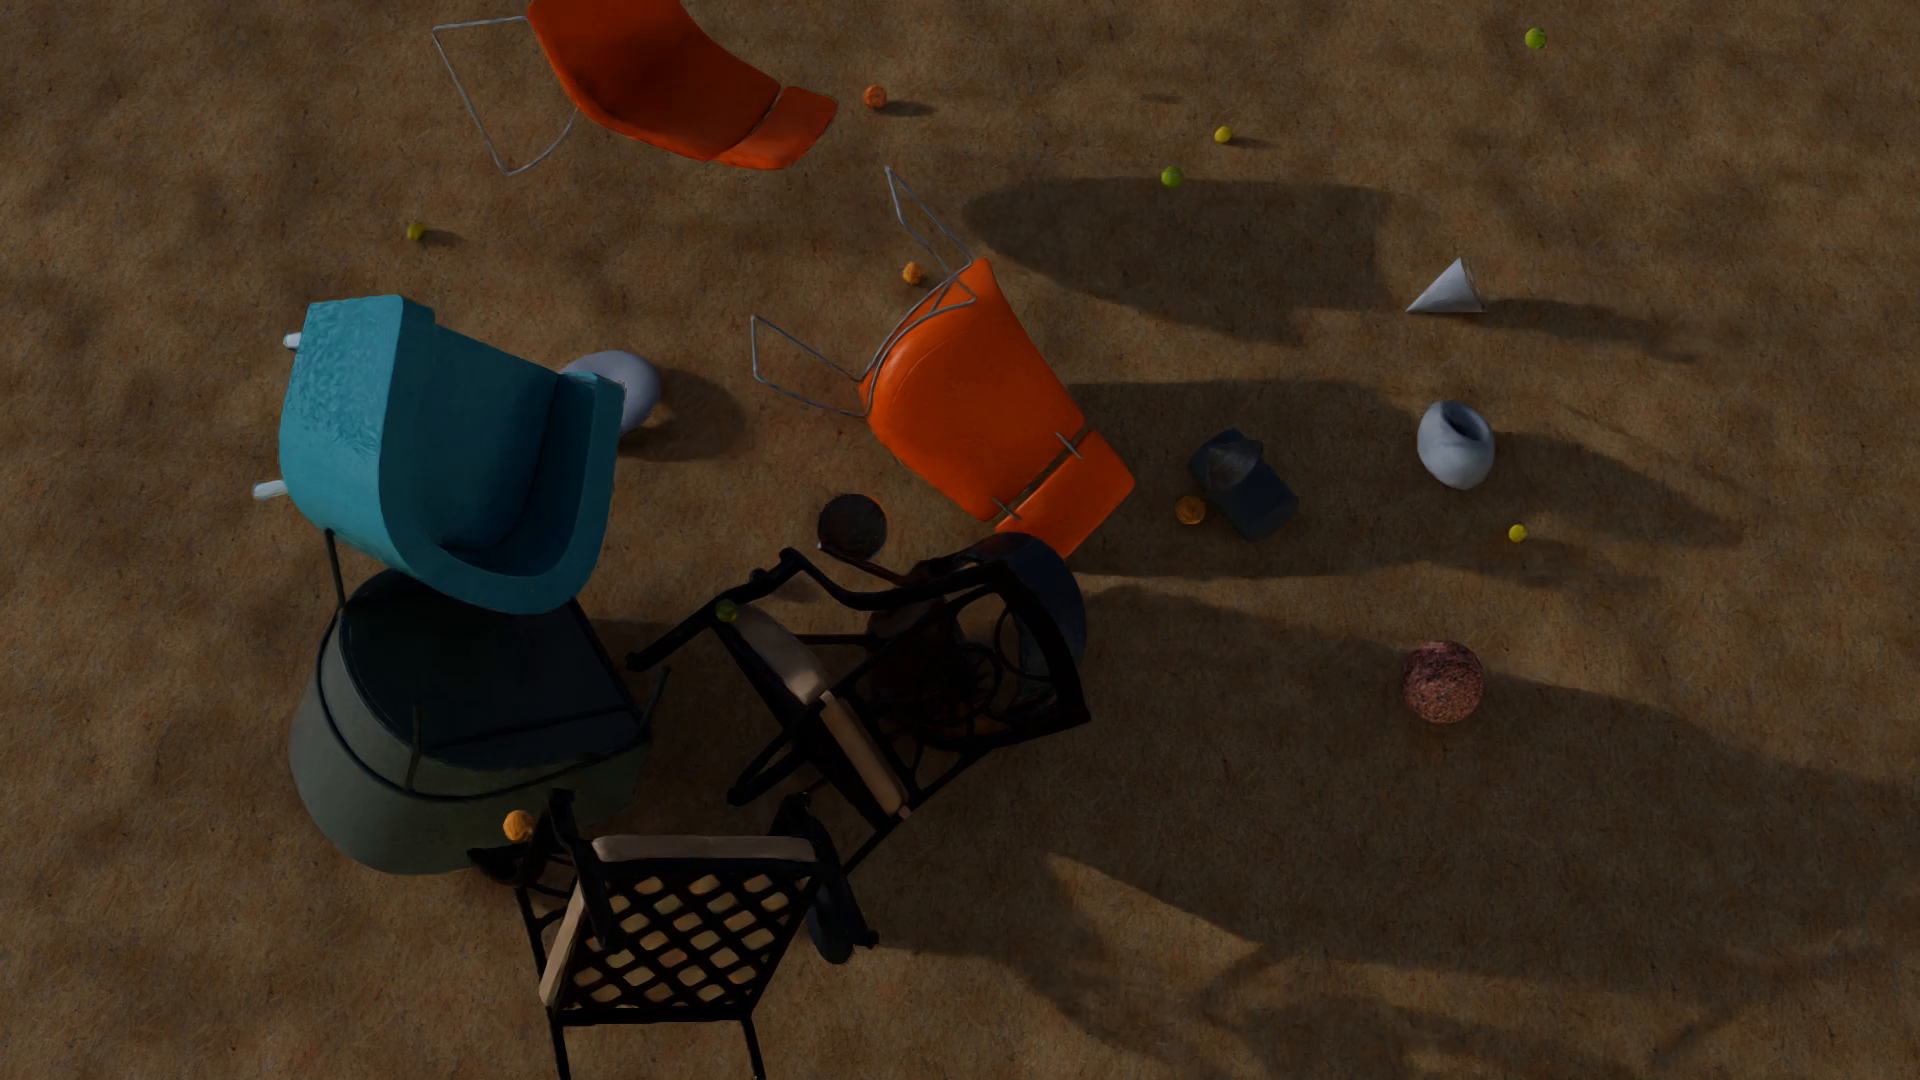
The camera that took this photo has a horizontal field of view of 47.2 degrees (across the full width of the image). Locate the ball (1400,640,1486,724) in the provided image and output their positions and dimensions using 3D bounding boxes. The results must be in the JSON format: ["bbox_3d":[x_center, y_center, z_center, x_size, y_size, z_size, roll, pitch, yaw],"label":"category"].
[{"bbox_3d":[1.352,0.397,6.166,0.236,0.236,0.236,0,56,0],"label":"ball"}]

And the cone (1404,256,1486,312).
[{"bbox_3d":[1.527,-0.772,7.023,0.234,0.238,0.158,-22,52,20],"label":"cone"}]

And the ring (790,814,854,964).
[{"bbox_3d":[-0.340,0.853,5.378,0.082,0.358,0.402,-12,31,-14],"label":"ring"}]

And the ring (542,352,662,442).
[{"bbox_3d":[-1.111,-0.447,6.819,0.378,0.059,0.373,-7,51,4],"label":"ring"}]

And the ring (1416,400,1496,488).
[{"bbox_3d":[1.490,-0.289,6.609,0.218,0.157,0.387,14,29,-8],"label":"ring"}]

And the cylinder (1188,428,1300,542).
[{"bbox_3d":[0.851,-0.166,6.601,0.193,0.131,0.309,-36,62,-2],"label":"cylinder"}]

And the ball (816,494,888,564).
[{"bbox_3d":[-0.297,-0.031,6.085,0.197,0.197,0.197,0,56,0],"label":"ball"}]

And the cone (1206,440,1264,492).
[{"bbox_3d":[0.756,-0.243,6.360,0.114,0.258,0.164,31,64,-17],"label":"cone"}]
